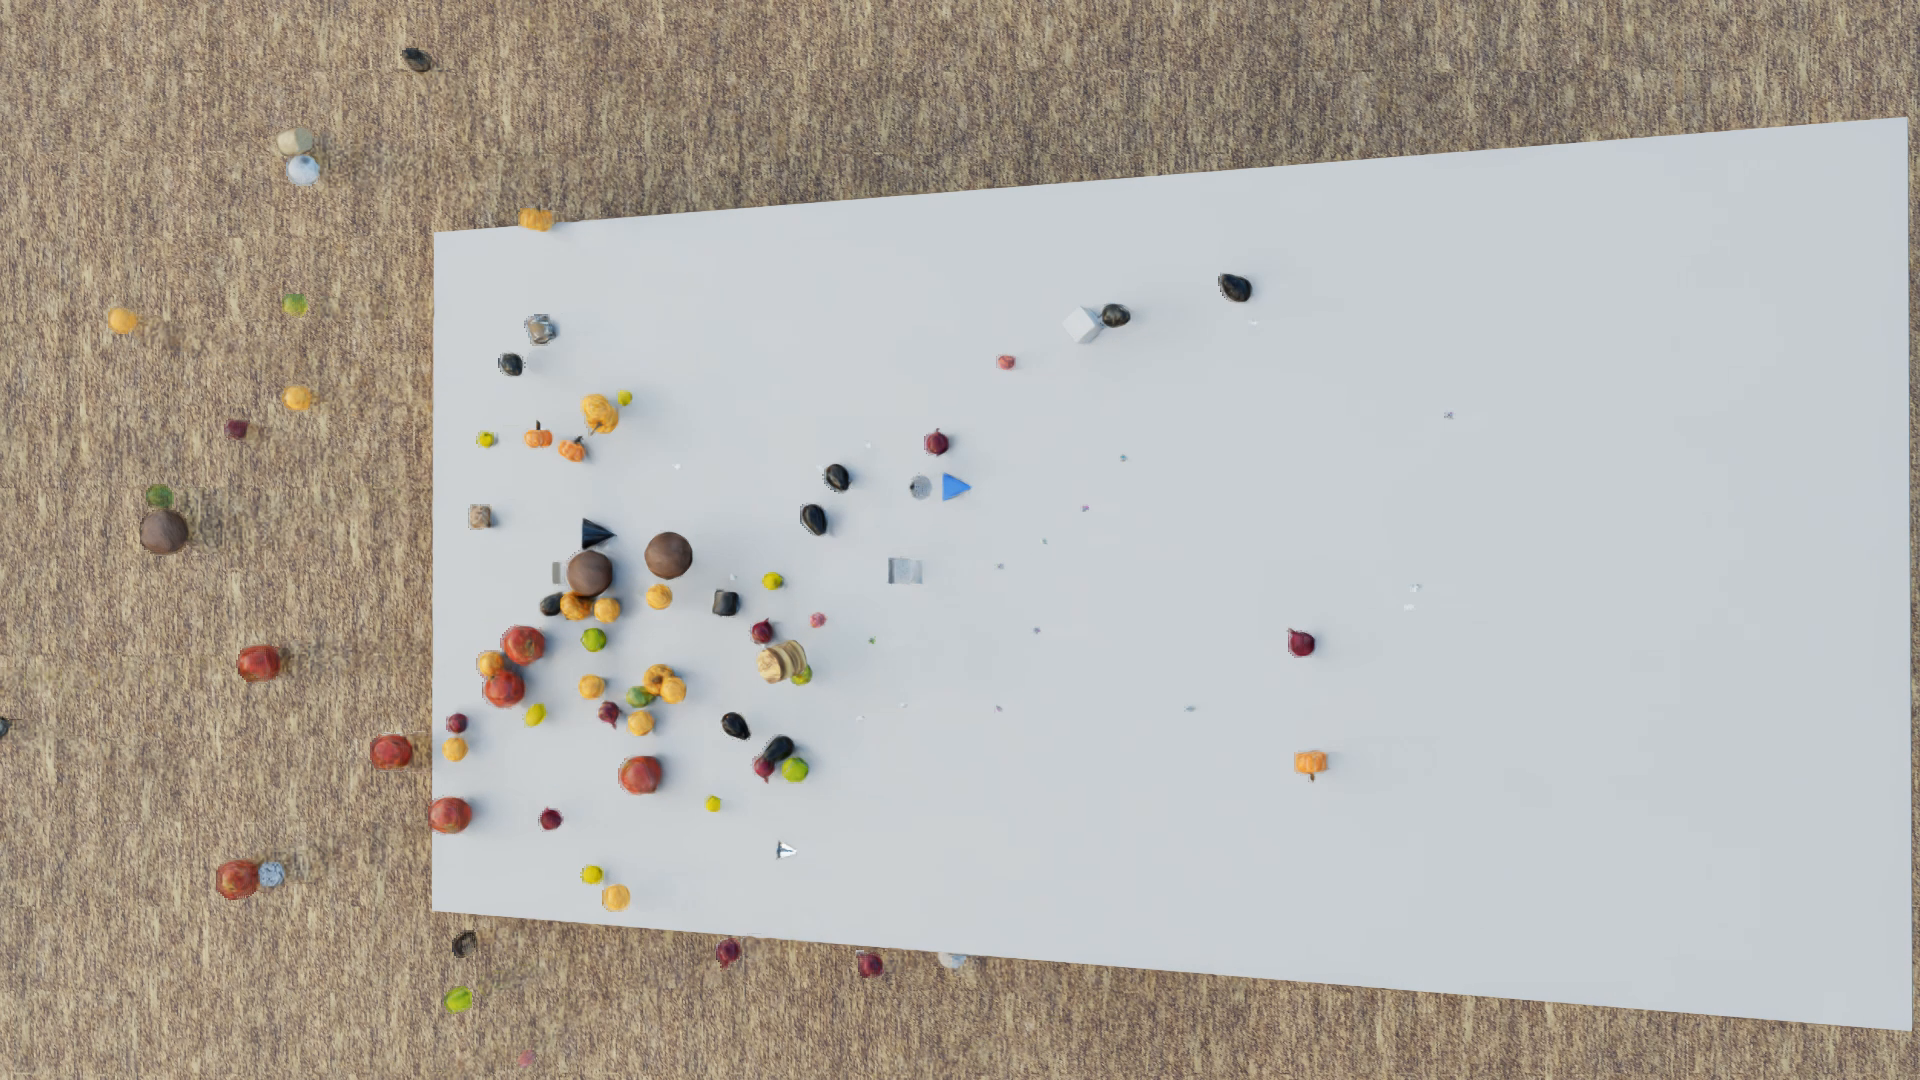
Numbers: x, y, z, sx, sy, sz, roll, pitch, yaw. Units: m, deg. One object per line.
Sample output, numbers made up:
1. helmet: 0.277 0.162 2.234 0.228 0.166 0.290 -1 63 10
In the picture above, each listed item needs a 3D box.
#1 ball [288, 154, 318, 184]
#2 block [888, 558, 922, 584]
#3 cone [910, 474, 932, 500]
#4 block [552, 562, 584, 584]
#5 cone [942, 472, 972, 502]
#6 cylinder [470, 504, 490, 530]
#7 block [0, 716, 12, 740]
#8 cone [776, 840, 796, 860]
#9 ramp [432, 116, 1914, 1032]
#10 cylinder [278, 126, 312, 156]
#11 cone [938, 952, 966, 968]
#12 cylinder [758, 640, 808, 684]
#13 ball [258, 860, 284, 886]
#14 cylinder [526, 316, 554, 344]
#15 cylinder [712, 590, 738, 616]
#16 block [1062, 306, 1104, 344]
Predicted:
1. ball: -1.955 -1.103 6.547 0.087 0.087 0.087 0 89 0
2. block: -0.145 0.082 5.799 0.067 0.067 0.067 3 91 25
3. cone: -0.118 -0.139 5.790 0.066 0.066 0.066 0 89 25
4. block: -1.112 0.093 6.245 0.064 0.064 0.064 2 90 28
5. cone: -0.005 -0.139 5.755 0.078 0.078 0.078 0 89 -4
6. cylinder: -1.390 -0.067 6.373 0.055 0.055 0.055 -8 64 0
7. block: -2.870 0.558 6.545 0.053 0.053 0.053 39 89 0
8. cone: -0.467 0.843 5.962 0.055 0.055 0.055 7 89 -2
9. ramp: 0.282 0.082 5.694 4.000 0.100 2.000 0 89 25
10. cylinder: -1.971 -1.183 6.517 0.072 0.072 0.072 -7 89 30
11. cone: -0.023 1.237 6.522 0.084 0.084 0.084 0 89 0
12. cylinder: -0.470 0.322 5.819 0.094 0.094 0.094 -21 89 -41
13. ball: -2.047 0.991 6.529 0.076 0.076 0.076 0 89 0
14. cylinder: -1.201 -0.601 6.297 0.062 0.062 0.062 -22 79 0
15. cylinder: -0.644 0.174 6.028 0.063 0.063 0.063 9 93 0
16. block: 0.313 -0.545 5.596 0.065 0.065 0.065 -42 73 18
